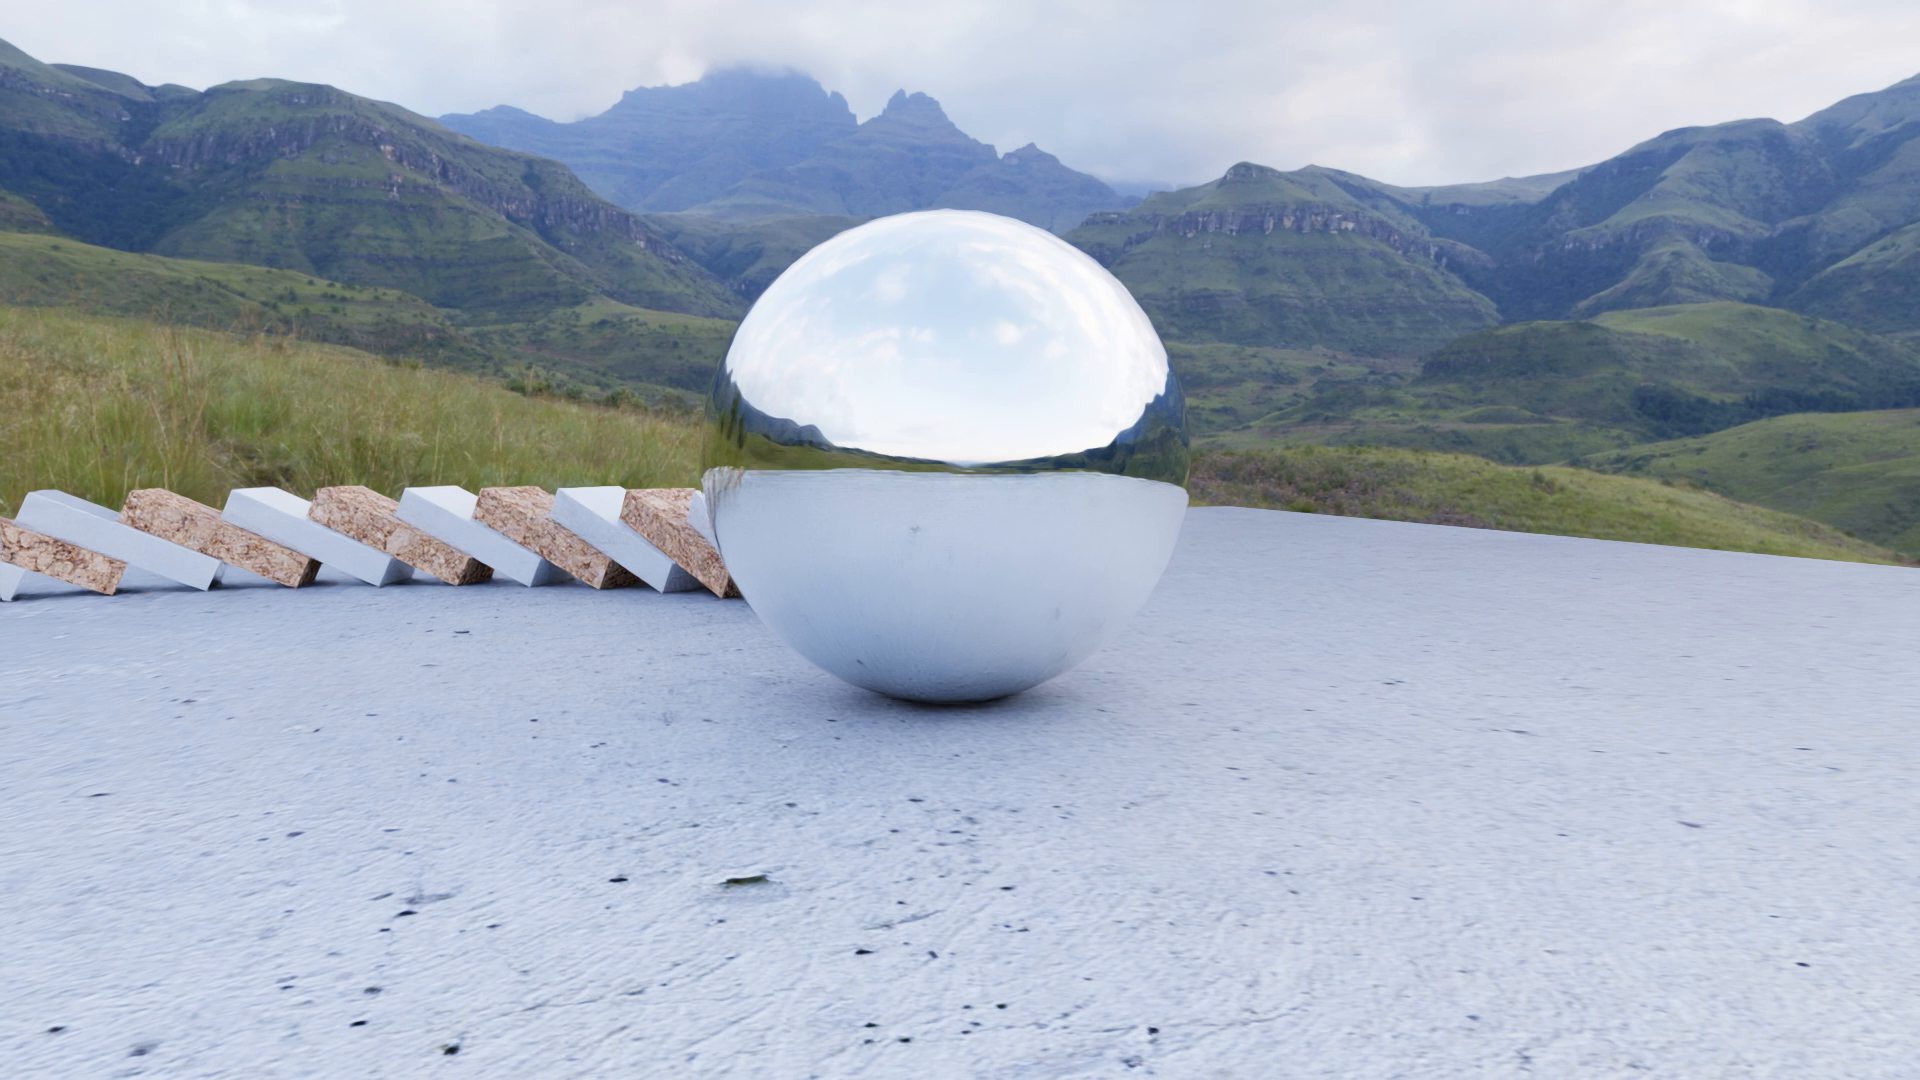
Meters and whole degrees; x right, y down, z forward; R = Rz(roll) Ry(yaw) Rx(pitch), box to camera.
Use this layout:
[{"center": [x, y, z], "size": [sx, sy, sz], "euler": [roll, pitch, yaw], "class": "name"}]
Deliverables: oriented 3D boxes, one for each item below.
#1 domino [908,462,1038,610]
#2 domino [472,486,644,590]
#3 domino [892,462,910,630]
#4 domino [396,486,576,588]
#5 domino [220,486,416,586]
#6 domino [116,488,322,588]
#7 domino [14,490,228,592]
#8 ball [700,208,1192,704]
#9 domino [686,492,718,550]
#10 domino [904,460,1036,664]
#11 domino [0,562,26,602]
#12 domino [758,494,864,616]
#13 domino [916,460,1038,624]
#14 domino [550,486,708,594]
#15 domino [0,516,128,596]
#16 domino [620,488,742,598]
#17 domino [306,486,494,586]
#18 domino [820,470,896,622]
[{"center": [0.002, 0.001, 0.294], "size": [0.025, 0.009, 0.050], "euler": [-1, 42, -5], "class": "domino"}, {"center": [-0.121, -0.001, 0.392], "size": [0.050, 0.009, 0.025], "euler": [27, 13, 17], "class": "domino"}, {"center": [-0.003, 0.000, 0.310], "size": [0.025, 0.010, 0.050], "euler": [0, 42, -5], "class": "domino"}, {"center": [-0.145, -0.002, 0.397], "size": [0.050, 0.009, 0.025], "euler": [26, 10, 11], "class": "domino"}, {"center": [-0.195, -0.001, 0.393], "size": [0.050, 0.009, 0.025], "euler": [24, 3, -3], "class": "domino"}, {"center": [-0.219, -0.001, 0.384], "size": [0.050, 0.010, 0.025], "euler": [24, -2, -16], "class": "domino"}, {"center": [-0.242, 0.000, 0.373], "size": [0.050, 0.010, 0.025], "euler": [25, -5, -22], "class": "domino"}, {"center": [-0.002, -0.013, 0.212], "size": [0.080, 0.080, 0.080], "euler": [0, 4, 0], "class": "ball"}, {"center": [-0.053, 0.001, 0.360], "size": [0.025, 0.009, 0.050], "euler": [-3, 29, -42], "class": "domino"}, {"center": [0.002, 0.003, 0.264], "size": [0.025, 0.010, 0.050], "euler": [2, 42, -2], "class": "domino"}, {"center": [-0.280, 0.002, 0.340], "size": [0.050, 0.009, 0.025], "euler": [28, -14, -38], "class": "domino"}, {"center": [-0.033, 0.003, 0.342], "size": [0.025, 0.010, 0.050], "euler": [-2, 28, -30], "class": "domino"}, {"center": [0.003, 0.002, 0.279], "size": [0.025, 0.010, 0.050], "euler": [2, 42, -3], "class": "domino"}, {"center": [-0.096, -0.001, 0.385], "size": [0.050, 0.010, 0.025], "euler": [30, 18, 26], "class": "domino"}, {"center": [-0.262, 0.001, 0.358], "size": [0.050, 0.009, 0.025], "euler": [26, -10, -31], "class": "domino"}, {"center": [-0.074, 0.000, 0.374], "size": [0.050, 0.009, 0.025], "euler": [32, 22, 33], "class": "domino"}, {"center": [-0.171, -0.002, 0.396], "size": [0.050, 0.009, 0.025], "euler": [25, 5, 1], "class": "domino"}, {"center": [-0.017, 0.000, 0.326], "size": [0.025, 0.009, 0.050], "euler": [-2, 38, -22], "class": "domino"}]
